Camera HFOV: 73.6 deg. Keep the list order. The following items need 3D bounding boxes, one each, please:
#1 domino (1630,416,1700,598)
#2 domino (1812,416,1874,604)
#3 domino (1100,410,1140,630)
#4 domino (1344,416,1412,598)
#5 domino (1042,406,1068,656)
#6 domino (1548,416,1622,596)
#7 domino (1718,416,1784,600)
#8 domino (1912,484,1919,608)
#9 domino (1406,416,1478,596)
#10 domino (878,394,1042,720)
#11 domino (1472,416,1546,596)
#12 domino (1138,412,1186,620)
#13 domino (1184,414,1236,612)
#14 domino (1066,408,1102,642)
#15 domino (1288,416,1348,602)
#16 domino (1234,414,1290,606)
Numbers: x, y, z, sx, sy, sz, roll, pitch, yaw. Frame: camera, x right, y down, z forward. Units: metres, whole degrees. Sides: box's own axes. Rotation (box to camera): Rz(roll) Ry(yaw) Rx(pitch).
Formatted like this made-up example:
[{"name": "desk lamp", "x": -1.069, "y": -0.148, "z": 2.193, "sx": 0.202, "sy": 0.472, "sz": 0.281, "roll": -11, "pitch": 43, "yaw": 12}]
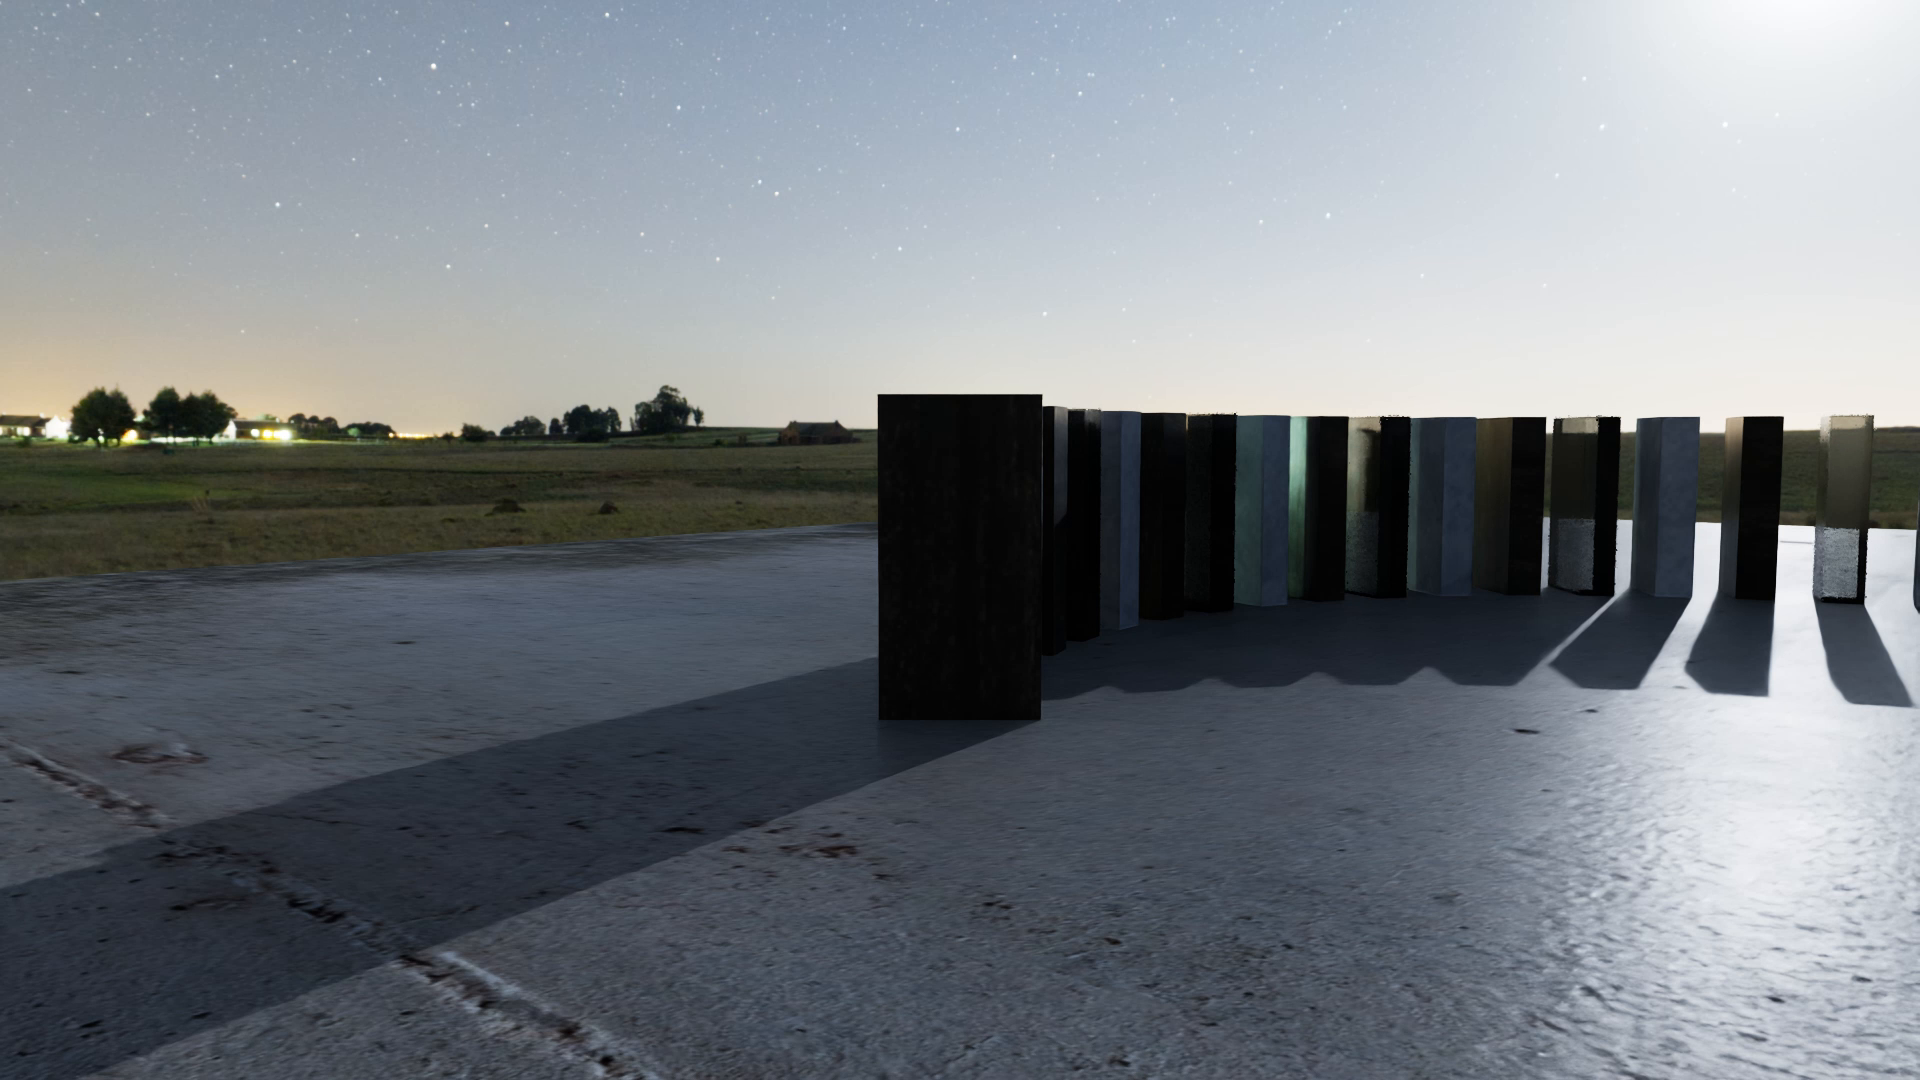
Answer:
[{"name": "domino", "x": 0.201, "y": -0.010, "z": 0.367, "sx": 0.009, "sy": 0.050, "sz": 0.025, "roll": 1, "pitch": 4, "yaw": 13}, {"name": "domino", "x": 0.242, "y": -0.009, "z": 0.351, "sx": 0.009, "sy": 0.050, "sz": 0.025, "roll": 2, "pitch": 5, "yaw": 29}, {"name": "domino", "x": 0.029, "y": -0.005, "z": 0.303, "sx": 0.025, "sy": 0.050, "sz": 0.009, "roll": 3, "pitch": 5, "yaw": 35}, {"name": "domino", "x": 0.116, "y": -0.010, "z": 0.364, "sx": 0.010, "sy": 0.050, "sz": 0.025, "roll": -1, "pitch": 4, "yaw": -17}, {"name": "domino", "x": 0.009, "y": -0.002, "z": 0.265, "sx": 0.025, "sy": 0.050, "sz": 0.010, "roll": 2, "pitch": 5, "yaw": 21}, {"name": "domino", "x": 0.180, "y": -0.010, "z": 0.370, "sx": 0.009, "sy": 0.050, "sz": 0.025, "roll": 0, "pitch": 4, "yaw": 6}, {"name": "domino", "x": 0.222, "y": -0.009, "z": 0.361, "sx": 0.009, "sy": 0.050, "sz": 0.025, "roll": 2, "pitch": 5, "yaw": 21}, {"name": "domino", "x": 0.260, "y": -0.008, "z": 0.340, "sx": 0.009, "sy": 0.050, "sz": 0.025, "roll": 3, "pitch": 5, "yaw": 36}, {"name": "domino", "x": 0.137, "y": -0.010, "z": 0.369, "sx": 0.009, "sy": 0.050, "sz": 0.025, "roll": -1, "pitch": 4, "yaw": -9}, {"name": "domino", "x": 0.000, "y": 0.002, "z": 0.201, "sx": 0.025, "sy": 0.050, "sz": 0.010, "roll": 0, "pitch": 4, "yaw": 0}, {"name": "domino", "x": 0.158, "y": -0.010, "z": 0.371, "sx": 0.010, "sy": 0.050, "sz": 0.025, "roll": 0, "pitch": 4, "yaw": -1}, {"name": "domino", "x": 0.043, "y": -0.006, "z": 0.319, "sx": 0.025, "sy": 0.050, "sz": 0.009, "roll": 4, "pitch": 6, "yaw": 43}, {"name": "domino", "x": 0.059, "y": -0.008, "z": 0.334, "sx": 0.010, "sy": 0.050, "sz": 0.025, "roll": -4, "pitch": 6, "yaw": -39}, {"name": "domino", "x": 0.018, "y": -0.004, "z": 0.284, "sx": 0.025, "sy": 0.050, "sz": 0.009, "roll": 2, "pitch": 5, "yaw": 28}, {"name": "domino", "x": 0.095, "y": -0.009, "z": 0.357, "sx": 0.010, "sy": 0.050, "sz": 0.025, "roll": -2, "pitch": 5, "yaw": -24}, {"name": "domino", "x": 0.076, "y": -0.008, "z": 0.347, "sx": 0.010, "sy": 0.050, "sz": 0.025, "roll": -3, "pitch": 5, "yaw": -32}]
